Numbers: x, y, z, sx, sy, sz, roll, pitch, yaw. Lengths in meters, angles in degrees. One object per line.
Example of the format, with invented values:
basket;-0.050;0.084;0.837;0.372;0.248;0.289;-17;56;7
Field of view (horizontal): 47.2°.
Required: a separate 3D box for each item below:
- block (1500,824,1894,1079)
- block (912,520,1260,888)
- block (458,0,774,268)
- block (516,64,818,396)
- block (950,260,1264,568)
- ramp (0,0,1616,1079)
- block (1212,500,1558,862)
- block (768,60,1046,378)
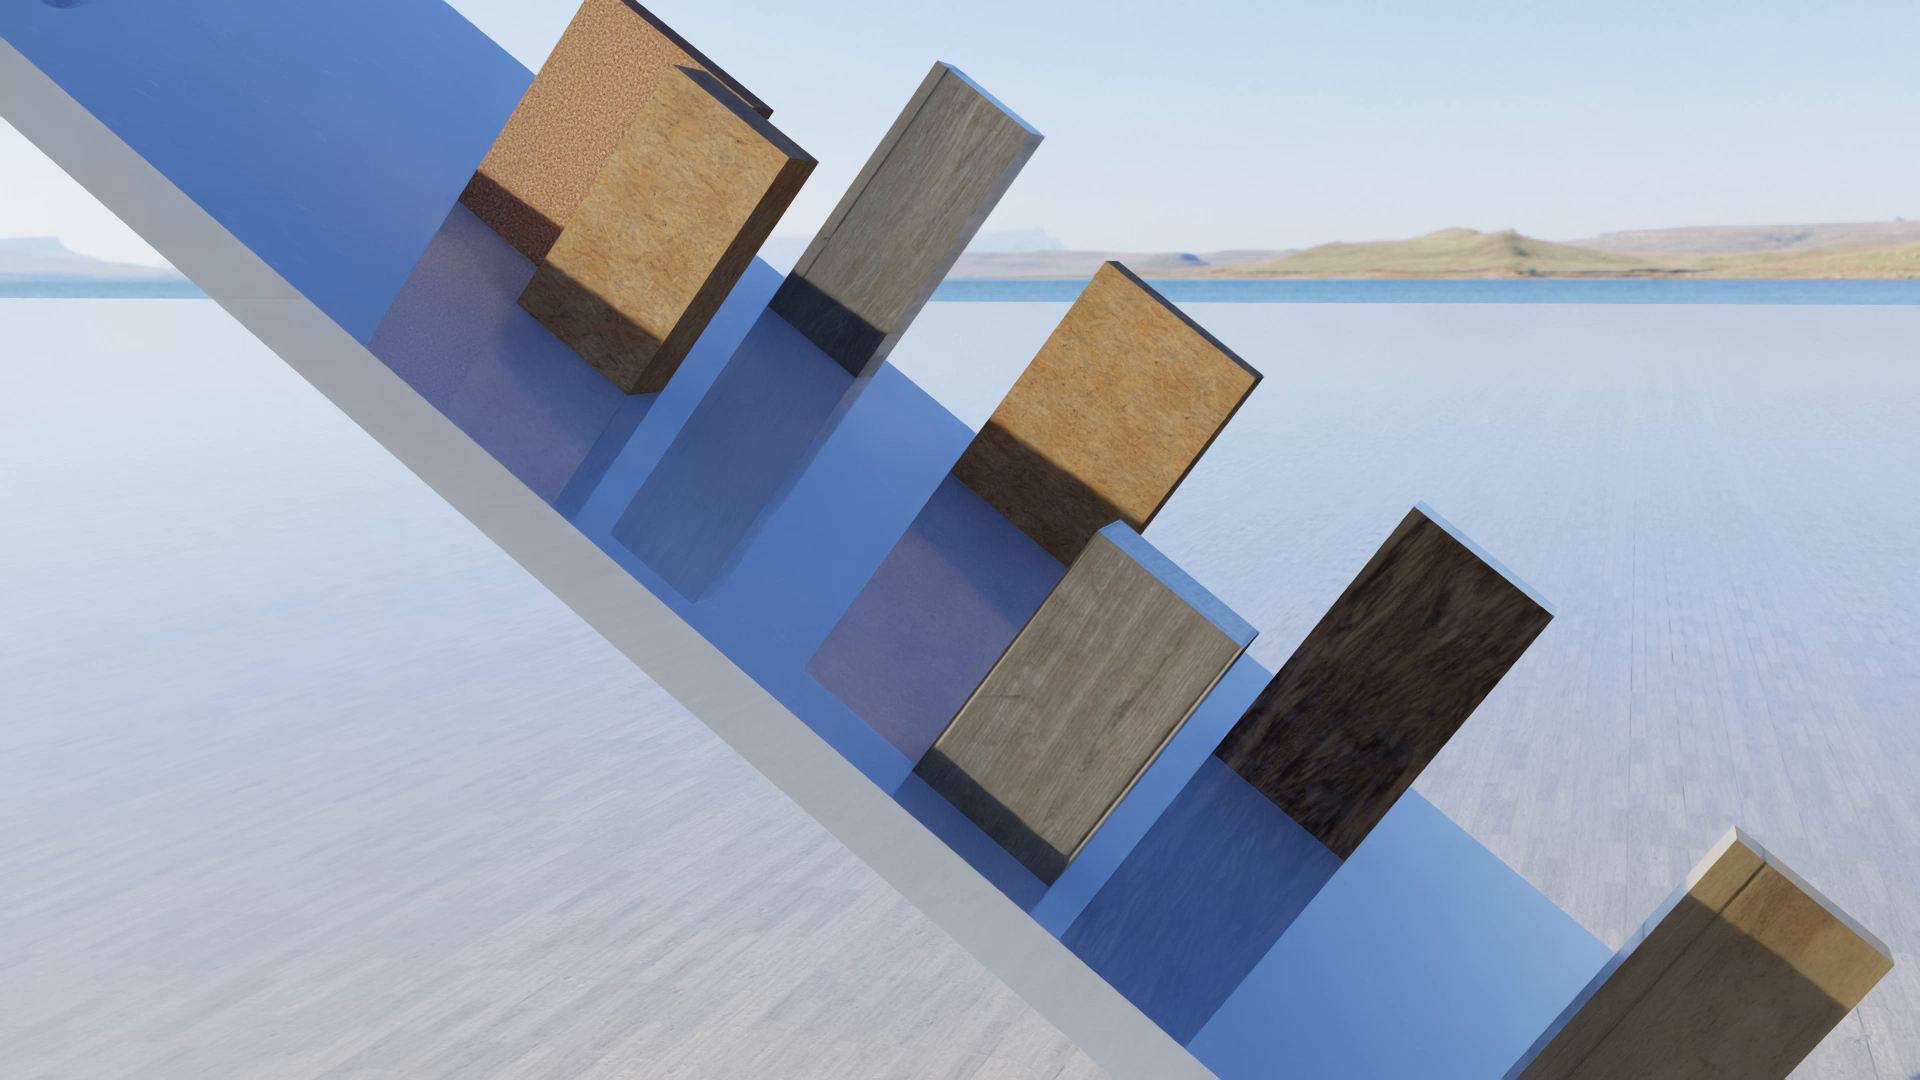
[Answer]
block;1.017;0.739;3.178;0.266;0.631;0.089;40;16;9
block;0.180;0.233;3.164;0.259;0.451;0.141;40;16;9
block;-0.634;-0.704;4.028;0.377;0.483;0.100;40;16;9
block;-0.504;-0.529;3.781;0.261;0.498;0.141;40;16;9
block;0.303;-0.241;4.582;0.391;0.553;0.111;40;16;9
ramp;-0.046;0.104;4.061;4.000;0.100;2.000;40;16;9
block;0.788;0.262;4.100;0.317;0.601;0.124;40;16;9
block;-0.120;-0.691;4.780;0.259;0.650;0.119;40;16;9
